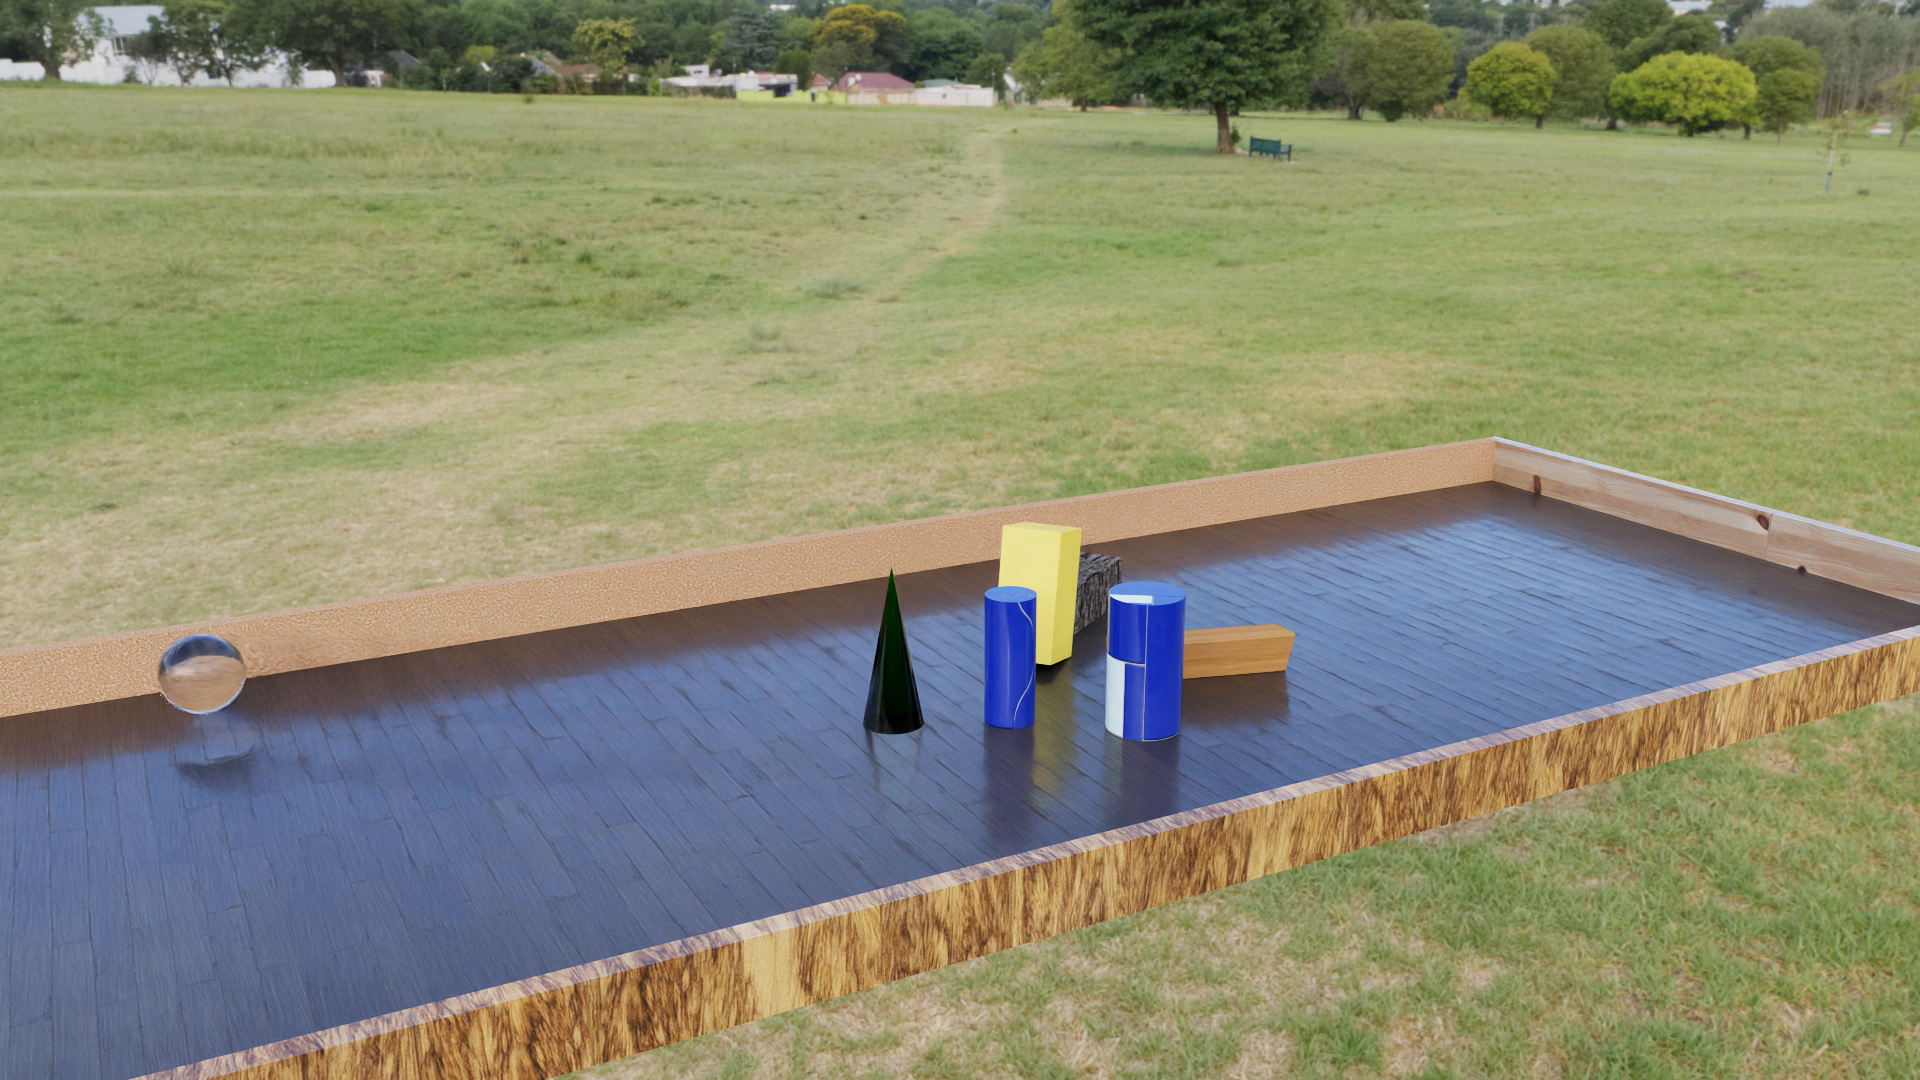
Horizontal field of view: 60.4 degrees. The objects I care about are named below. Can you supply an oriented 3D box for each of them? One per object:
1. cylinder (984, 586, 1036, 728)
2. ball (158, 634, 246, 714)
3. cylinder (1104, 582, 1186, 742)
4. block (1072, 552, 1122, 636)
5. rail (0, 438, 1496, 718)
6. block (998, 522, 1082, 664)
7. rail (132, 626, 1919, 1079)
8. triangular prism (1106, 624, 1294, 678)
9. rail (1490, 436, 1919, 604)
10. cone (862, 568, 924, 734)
[{"bbox_3d":[0.118,0.275,3.867,0.121,0.312,0.121,0,16,0],"label":"cylinder"},{"bbox_3d":[-1.806,0.319,3.930,0.191,0.191,0.191,0,16,0],"label":"ball"},{"bbox_3d":[0.429,0.279,3.822,0.177,0.329,0.177,0,16,0],"label":"cylinder"},{"bbox_3d":[0.323,0.148,4.618,0.131,0.131,0.354,9,18,27],"label":"block"},{"bbox_3d":[-3.305,0.497,3.399,12.000,0.150,0.050,-9,18,-27],"label":"rail"},{"bbox_3d":[0.201,0.134,4.257,0.157,0.338,0.157,7,7,23],"label":"block"},{"bbox_3d":[-2.336,1.006,1.665,12.000,0.150,0.050,-9,18,-27],"label":"rail"},{"bbox_3d":[0.608,0.270,4.146,0.458,0.124,0.108,-4,-21,-12],"label":"triangular prism"},{"bbox_3d":[2.466,-0.048,5.253,0.050,0.150,2.100,-9,18,-27],"label":"rail"},{"bbox_3d":[-0.157,0.245,3.836,0.144,0.387,0.144,0,16,0],"label":"cone"}]
